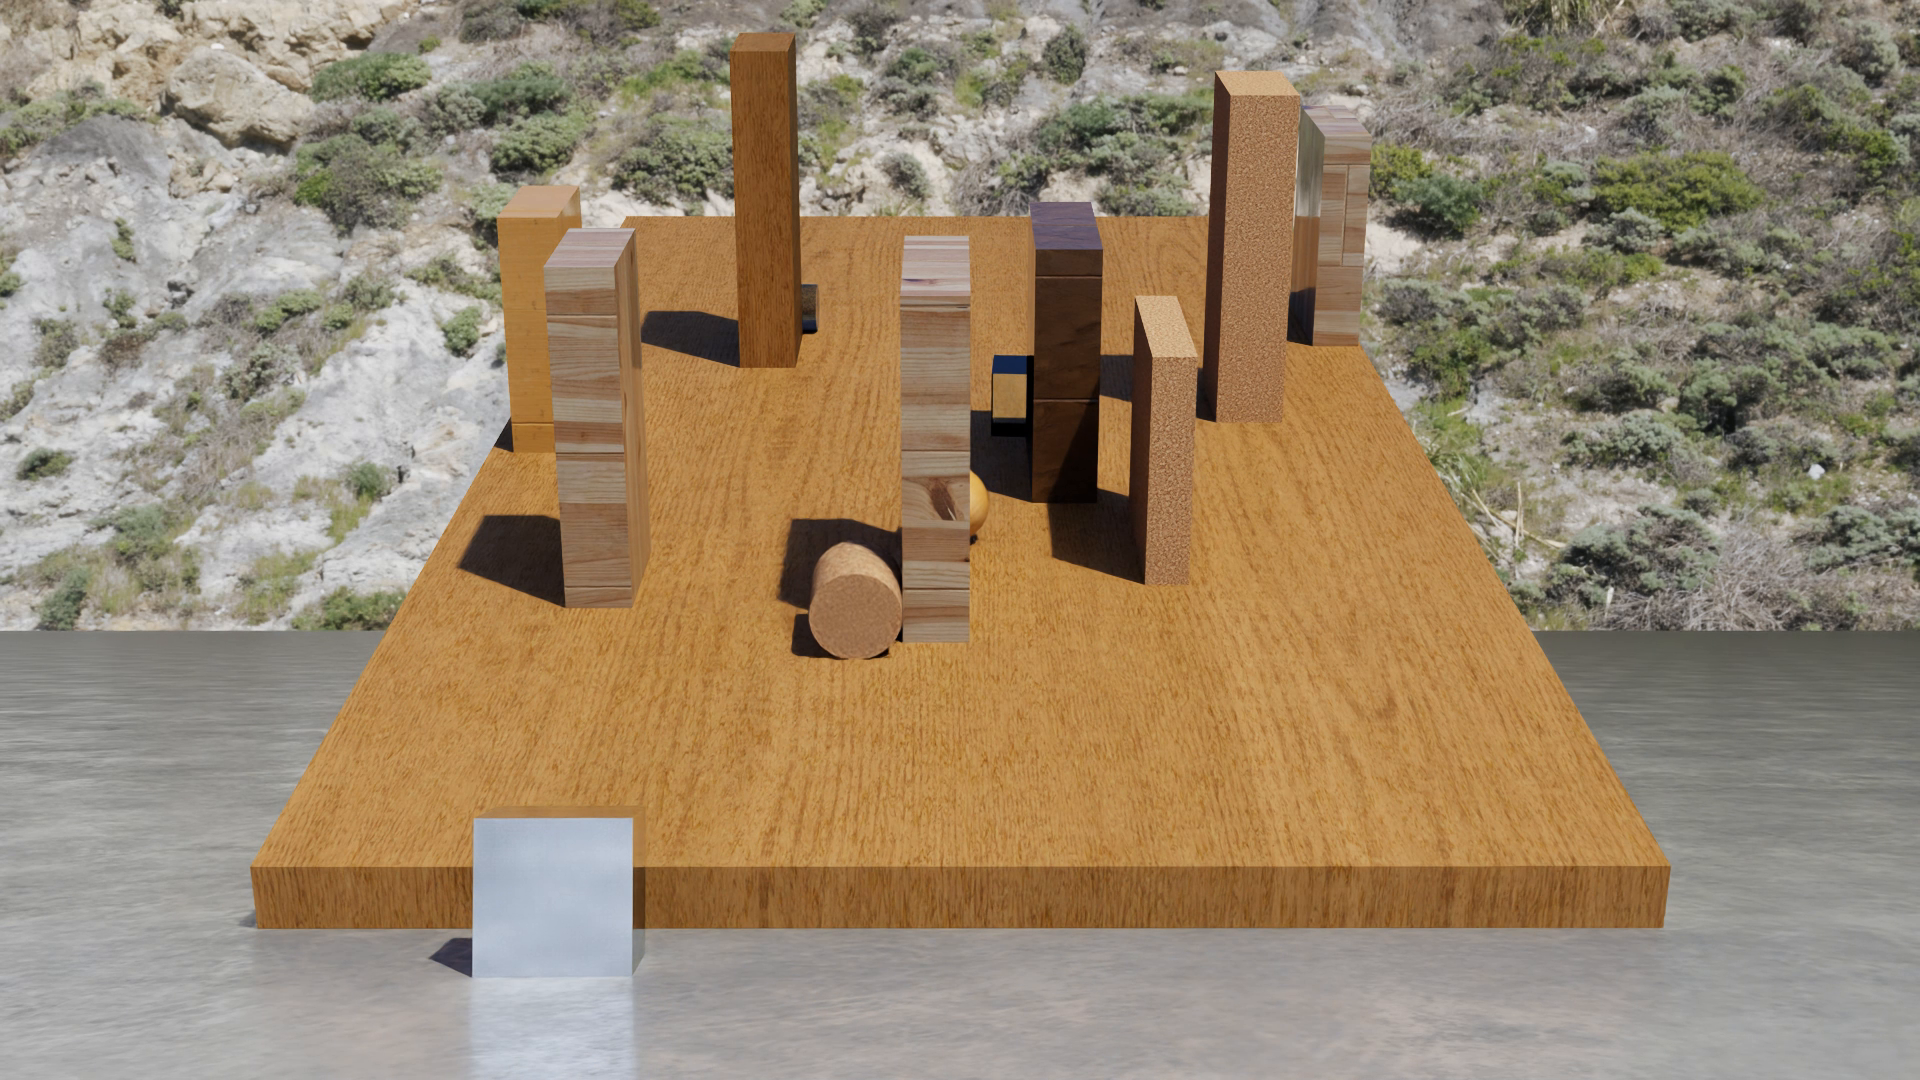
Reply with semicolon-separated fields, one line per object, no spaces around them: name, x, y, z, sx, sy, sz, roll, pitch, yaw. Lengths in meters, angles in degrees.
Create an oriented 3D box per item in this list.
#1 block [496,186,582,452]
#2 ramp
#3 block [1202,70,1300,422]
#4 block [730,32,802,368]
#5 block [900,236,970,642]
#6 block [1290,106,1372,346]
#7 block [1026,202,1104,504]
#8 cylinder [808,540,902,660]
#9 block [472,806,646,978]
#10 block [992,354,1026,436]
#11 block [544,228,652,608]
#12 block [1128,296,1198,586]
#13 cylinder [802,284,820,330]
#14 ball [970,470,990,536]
block;-0.892;-0.480;4.929;0.124;0.511;0.306;0;21;0
ramp;-0.006;-0.216;5.097;2.000;0.100;4.000;0;21;0
block;0.643;-0.654;5.089;0.147;0.726;0.305;0;21;0
block;-0.459;-0.811;5.455;0.133;0.750;0.275;0;21;0
block;-0.041;-0.185;4.025;0.115;0.616;0.415;0;21;0
block;0.927;-0.794;5.737;0.113;0.520;0.406;0;21;0
block;0.210;-0.392;4.693;0.131;0.522;0.413;0;21;0
cylinder;-0.178;0.102;3.920;0.157;0.157;0.157;0;21;-1
block;-0.505;0.443;2.901;0.194;0.194;0.194;0;-2;-3
block;0.143;-0.317;5.024;0.143;0.143;0.143;1;21;3
block;-0.645;-0.220;4.102;0.119;0.625;0.282;0;21;0
block;0.379;-0.195;4.304;0.080;0.435;0.415;0;21;0
cylinder;-0.417;-0.587;5.753;0.117;0.117;0.117;1;-2;1
ball;-0.019;-0.070;4.373;0.151;0.151;0.151;0;-2;0
